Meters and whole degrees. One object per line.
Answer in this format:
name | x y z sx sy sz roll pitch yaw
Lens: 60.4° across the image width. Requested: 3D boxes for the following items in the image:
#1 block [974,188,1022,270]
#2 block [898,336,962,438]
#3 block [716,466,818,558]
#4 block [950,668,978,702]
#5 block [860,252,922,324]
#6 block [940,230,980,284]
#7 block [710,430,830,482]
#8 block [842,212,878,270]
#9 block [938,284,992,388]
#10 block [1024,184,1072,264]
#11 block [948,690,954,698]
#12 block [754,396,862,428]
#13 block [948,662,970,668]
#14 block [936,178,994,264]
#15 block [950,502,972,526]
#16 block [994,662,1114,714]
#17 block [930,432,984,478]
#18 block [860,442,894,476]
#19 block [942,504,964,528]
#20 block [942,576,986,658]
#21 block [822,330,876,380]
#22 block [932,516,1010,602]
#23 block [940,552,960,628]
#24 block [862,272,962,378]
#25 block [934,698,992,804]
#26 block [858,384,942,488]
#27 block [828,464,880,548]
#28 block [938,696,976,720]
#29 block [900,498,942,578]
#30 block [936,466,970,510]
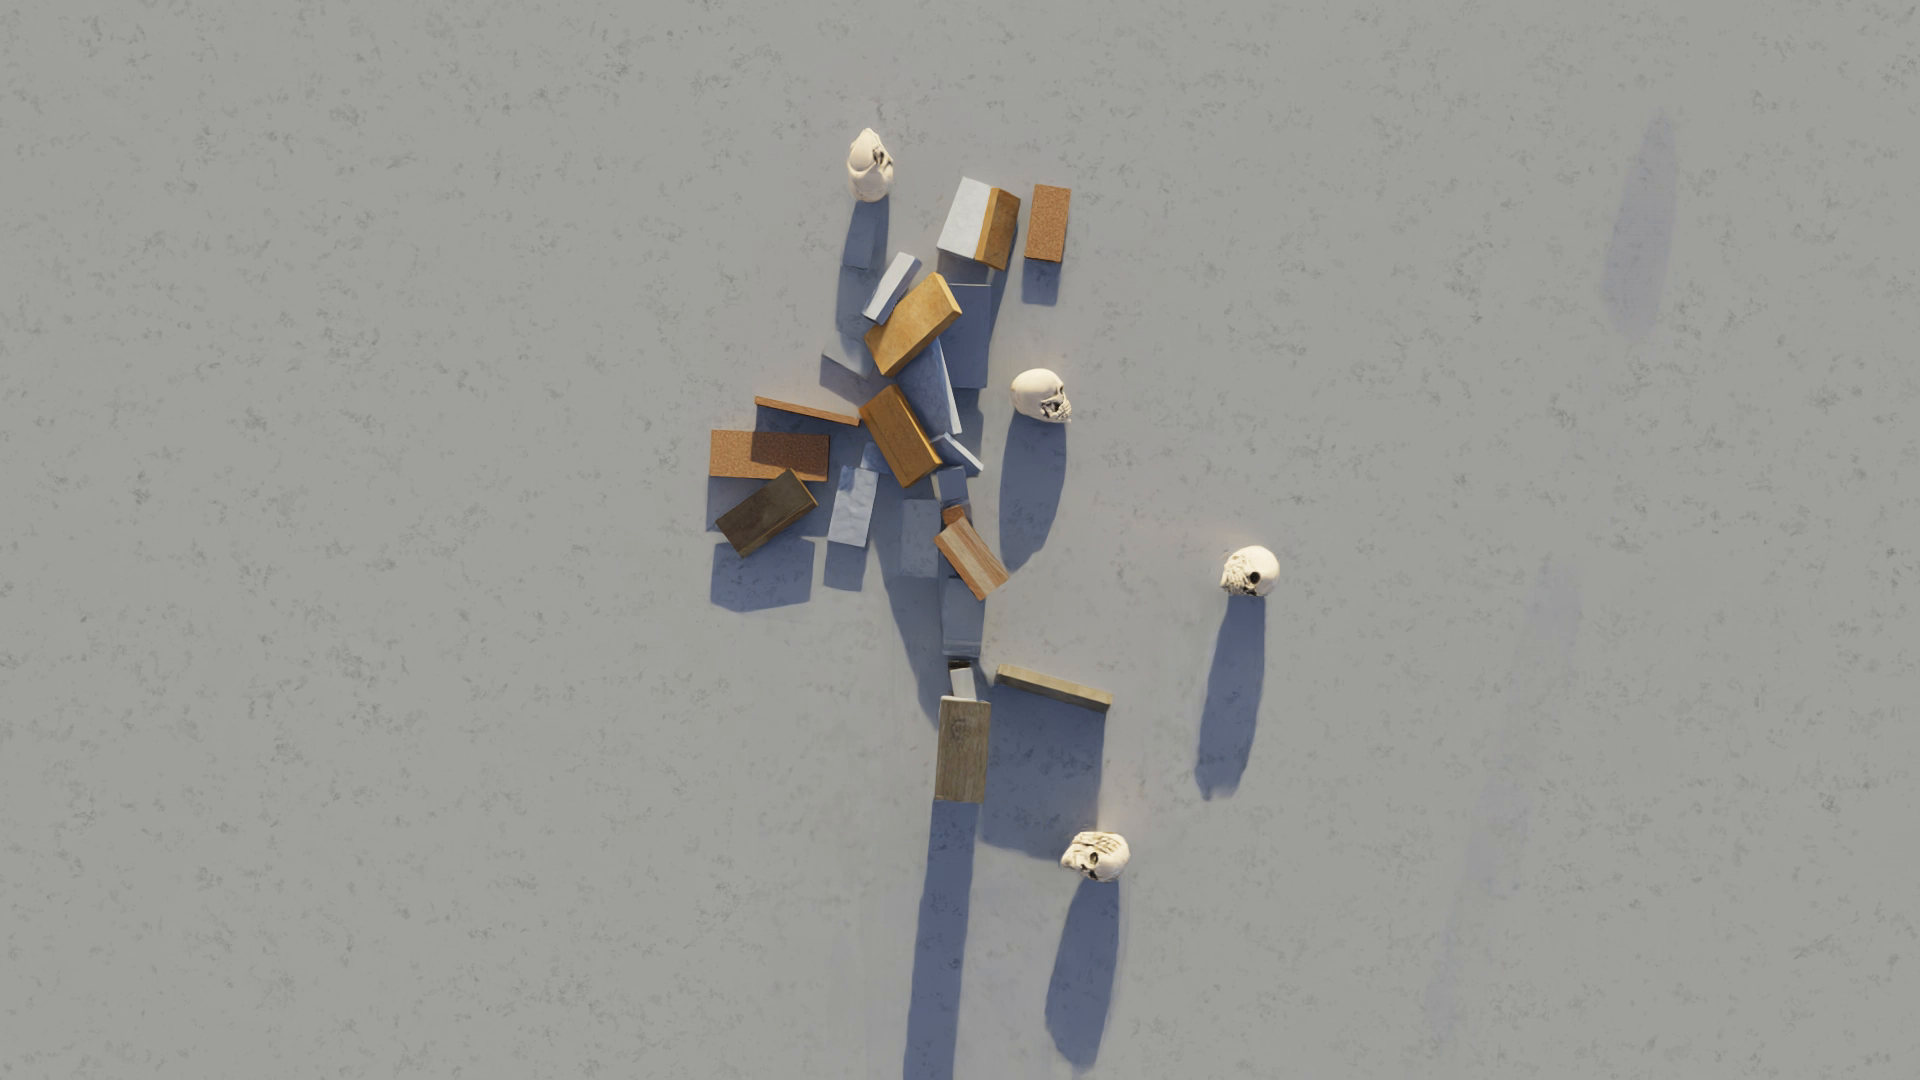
block | 0.126 -1.025 5.442 0.035 0.122 0.244 13 90 40
block | -0.111 -0.494 5.430 0.167 0.047 0.334 -14 90 38
block | -0.639 -0.089 5.453 0.307 0.043 0.153 -35 97 6
block | 0.013 0.488 5.347 0.071 0.020 0.141 -10 91 0
block | -0.227 -0.830 5.440 0.035 0.122 0.244 33 90 -34
block | 0.003 -0.894 5.482 0.131 0.037 0.261 0 90 0
block | -0.631 -0.280 5.478 0.390 0.043 0.153 3 90 0
block | -0.332 -0.993 5.488 0.088 0.025 0.176 12 90 0
block | 0.012 -0.671 5.420 0.167 0.047 0.334 2 102 0
block | 0.292 -1.052 5.483 0.122 0.035 0.244 8 90 0
block | -0.003 0.515 5.429 0.071 0.141 0.020 2 94 0
block | -0.503 -0.424 5.456 0.349 0.088 0.025 12 90 0
block | -0.003 0.411 5.429 0.071 0.141 0.020 2 86 0
block | 0.028 -1.058 5.451 0.131 0.037 0.261 19 79 4
block | 0.008 -0.060 5.466 0.067 0.019 0.133 -5 112 0
block | 0.305 0.489 5.434 0.384 0.127 0.036 16 70 0
block | -0.017 -0.277 5.423 0.182 0.091 0.026 41 49 -25
block | -0.233 -0.263 5.487 0.182 0.026 0.091 14 90 0
block | -0.008 -0.043 5.437 0.067 0.019 0.133 -19 100 3
block | 0.015 0.255 5.441 0.127 0.036 0.255 5 98 -1
block | -0.363 -0.616 5.488 0.175 0.025 0.088 30 90 0
block | 0.037 0.061 5.393 0.127 0.036 0.255 -37 87 -4
block | -0.003 0.163 5.464 0.127 0.036 0.255 -1 98 0
block | -0.157 -0.700 5.376 0.334 0.047 0.167 -39 62 24
block | 0.008 0.641 5.013 0.152 0.043 0.303 4 90 0
block | -0.197 -0.341 5.418 0.153 0.043 0.307 -36 78 28
block | -0.353 -0.112 5.482 0.127 0.036 0.255 11 90 0
block | 0.012 0.539 5.186 0.152 0.303 0.043 9 91 0
block | -0.131 -0.007 5.482 0.127 0.036 0.255 3 90 0
block | -0.018 -0.152 5.451 0.091 0.026 0.182 -9 113 2
